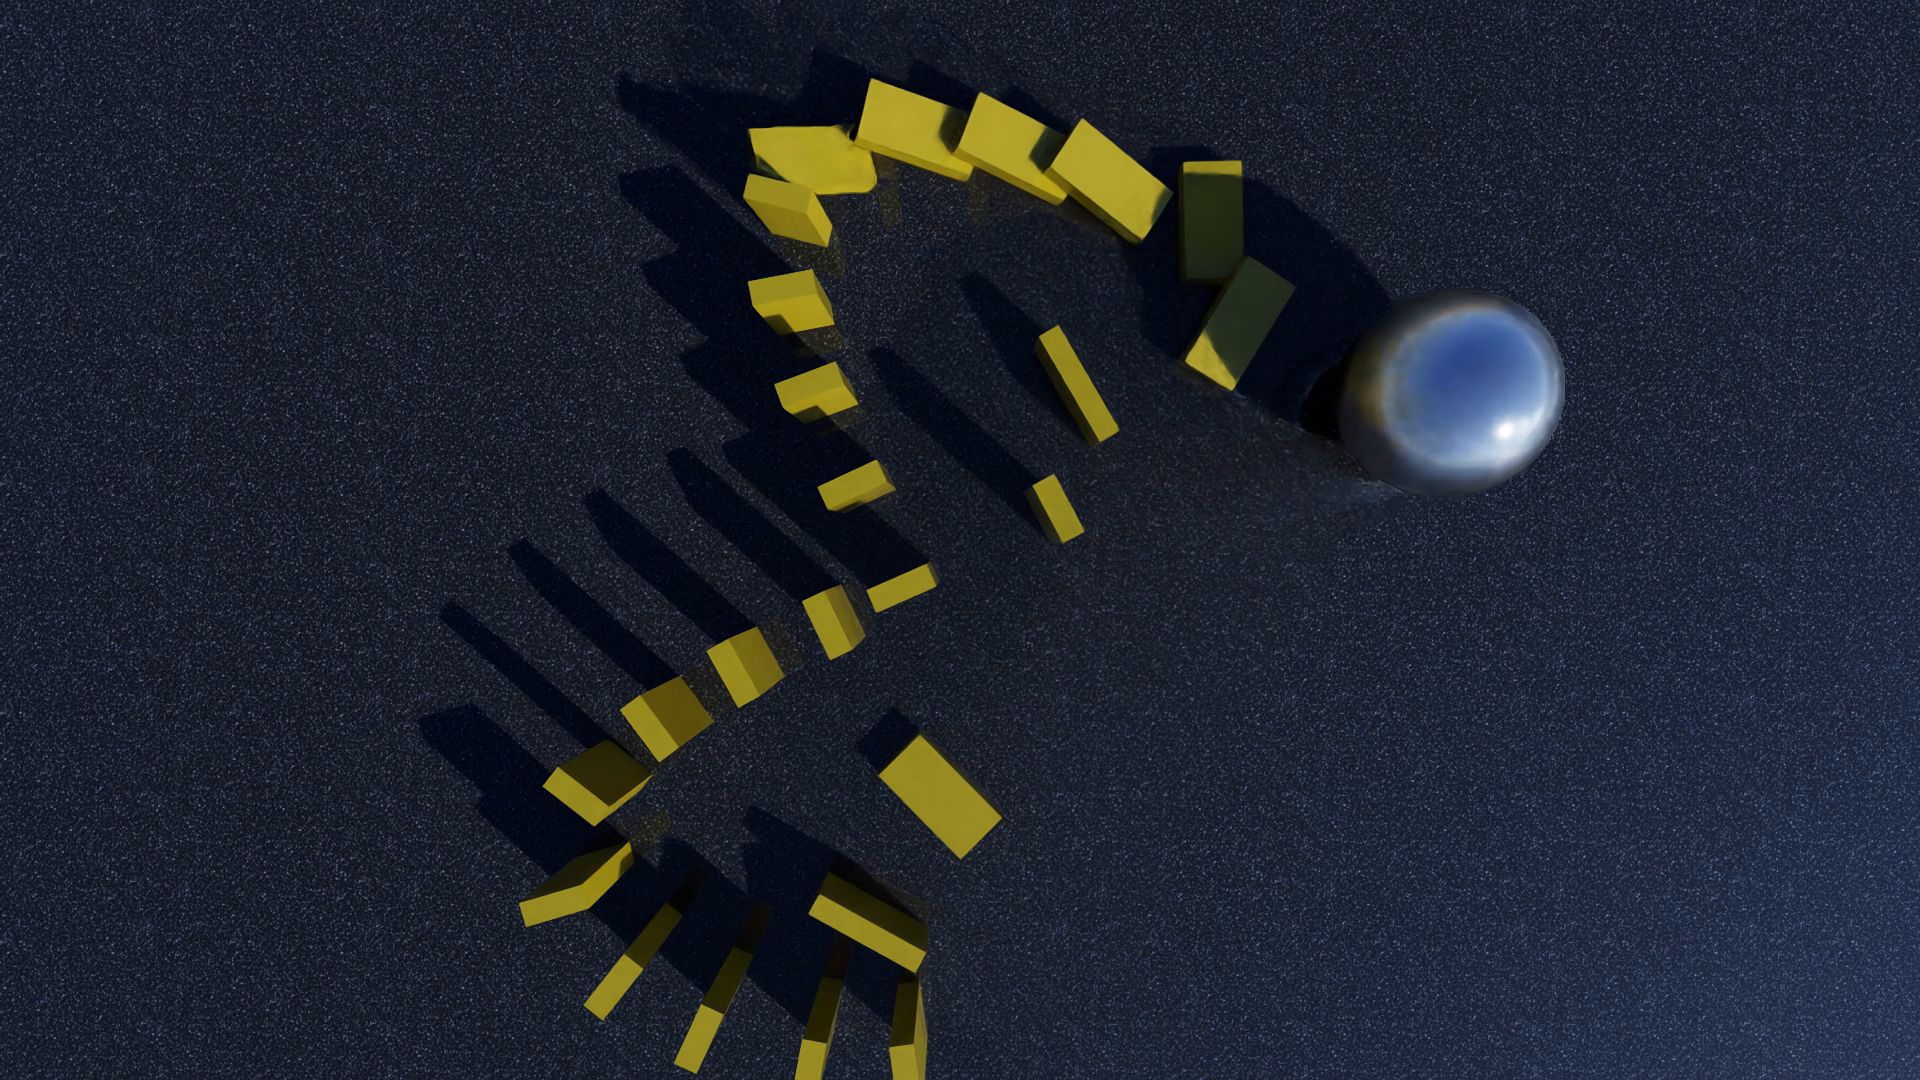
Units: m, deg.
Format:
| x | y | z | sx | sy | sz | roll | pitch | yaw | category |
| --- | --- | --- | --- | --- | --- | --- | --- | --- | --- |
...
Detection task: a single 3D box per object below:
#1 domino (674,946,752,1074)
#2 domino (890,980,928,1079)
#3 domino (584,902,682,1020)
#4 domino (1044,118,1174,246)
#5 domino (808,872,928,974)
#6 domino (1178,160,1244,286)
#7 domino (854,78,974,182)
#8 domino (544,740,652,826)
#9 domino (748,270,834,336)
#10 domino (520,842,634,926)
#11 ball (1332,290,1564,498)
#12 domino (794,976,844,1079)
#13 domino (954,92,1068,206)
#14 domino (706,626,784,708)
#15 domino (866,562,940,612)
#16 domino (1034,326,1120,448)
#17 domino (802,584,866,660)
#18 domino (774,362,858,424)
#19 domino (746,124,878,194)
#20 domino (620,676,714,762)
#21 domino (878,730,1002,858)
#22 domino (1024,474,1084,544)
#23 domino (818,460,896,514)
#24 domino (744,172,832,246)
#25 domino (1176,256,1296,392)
| x | y | z | sx | sy | sz | roll | pitch | yaw | category |
| --- | --- | --- | --- | --- | --- | --- | --- | --- | --- |
| -0.100 | 0.191 | 0.375 | 0.009 | 0.050 | 0.025 | 25 | 90 | 0 | domino |
| -0.021 | 0.206 | 0.375 | 0.010 | 0.050 | 0.025 | -8 | 90 | 0 | domino |
| -0.132 | 0.171 | 0.375 | 0.009 | 0.050 | 0.025 | 38 | 90 | 0 | domino |
| 0.063 | -0.151 | 0.389 | 0.050 | 0.009 | 0.025 | 34 | 86 | -12 | domino |
| -0.038 | 0.161 | 0.388 | 0.050 | 0.025 | 0.009 | 29 | 90 | 0 | domino |
| 0.108 | -0.136 | 0.395 | 0.025 | 0.009 | 0.050 | -1 | 90 | 0 | domino |
| -0.017 | -0.174 | 0.390 | 0.050 | 0.009 | 0.025 | 14 | 90 | -13 | domino |
| -0.147 | 0.098 | 0.375 | 0.025 | 0.050 | 0.010 | 38 | 90 | 0 | domino |
| -0.068 | -0.096 | 0.375 | 0.025 | 0.050 | 0.009 | -11 | 90 | 0 | domino |
| -0.155 | 0.140 | 0.375 | 0.025 | 0.050 | 0.010 | -16 | 90 | 0 | domino |
| 0.190 | -0.057 | 0.360 | 0.080 | 0.080 | 0.080 | 0 | 90 | 0 | ball |
| -0.058 | 0.204 | 0.375 | 0.010 | 0.050 | 0.025 | 11 | 90 | 0 | domino |
| 0.025 | -0.166 | 0.390 | 0.050 | 0.009 | 0.025 | 21 | 90 | -13 | domino |
| -0.087 | 0.051 | 0.375 | 0.010 | 0.050 | 0.025 | -29 | 90 | 0 | domino |
| -0.022 | 0.019 | 0.375 | 0.025 | 0.050 | 0.009 | -24 | 90 | 0 | domino |
| 0.049 | -0.064 | 0.388 | 0.010 | 0.025 | 0.050 | -30 | 90 | 0 | domino |
| -0.051 | 0.033 | 0.375 | 0.010 | 0.050 | 0.025 | -26 | 90 | 0 | domino |
| -0.058 | -0.059 | 0.375 | 0.025 | 0.050 | 0.010 | -20 | 90 | 0 | domino |
| -0.062 | -0.160 | 0.386 | 0.050 | 0.010 | 0.025 | -13 | 90 | -22 | domino |
| -0.119 | 0.072 | 0.375 | 0.009 | 0.050 | 0.025 | -37 | 90 | 0 | domino |
| -0.008 | 0.110 | 0.395 | 0.025 | 0.010 | 0.050 | -44 | 90 | 0 | domino |
| 0.038 | -0.012 | 0.375 | 0.010 | 0.050 | 0.025 | -28 | 90 | 0 | domino |
| -0.041 | -0.021 | 0.375 | 0.025 | 0.050 | 0.009 | -25 | 90 | 0 | domino |
| -0.069 | -0.134 | 0.375 | 0.025 | 0.050 | 0.009 | 14 | 94 | 0 | domino |
| 0.117 | -0.092 | 0.390 | 0.025 | 0.010 | 0.050 | 29 | 98 | -11 | domino |
